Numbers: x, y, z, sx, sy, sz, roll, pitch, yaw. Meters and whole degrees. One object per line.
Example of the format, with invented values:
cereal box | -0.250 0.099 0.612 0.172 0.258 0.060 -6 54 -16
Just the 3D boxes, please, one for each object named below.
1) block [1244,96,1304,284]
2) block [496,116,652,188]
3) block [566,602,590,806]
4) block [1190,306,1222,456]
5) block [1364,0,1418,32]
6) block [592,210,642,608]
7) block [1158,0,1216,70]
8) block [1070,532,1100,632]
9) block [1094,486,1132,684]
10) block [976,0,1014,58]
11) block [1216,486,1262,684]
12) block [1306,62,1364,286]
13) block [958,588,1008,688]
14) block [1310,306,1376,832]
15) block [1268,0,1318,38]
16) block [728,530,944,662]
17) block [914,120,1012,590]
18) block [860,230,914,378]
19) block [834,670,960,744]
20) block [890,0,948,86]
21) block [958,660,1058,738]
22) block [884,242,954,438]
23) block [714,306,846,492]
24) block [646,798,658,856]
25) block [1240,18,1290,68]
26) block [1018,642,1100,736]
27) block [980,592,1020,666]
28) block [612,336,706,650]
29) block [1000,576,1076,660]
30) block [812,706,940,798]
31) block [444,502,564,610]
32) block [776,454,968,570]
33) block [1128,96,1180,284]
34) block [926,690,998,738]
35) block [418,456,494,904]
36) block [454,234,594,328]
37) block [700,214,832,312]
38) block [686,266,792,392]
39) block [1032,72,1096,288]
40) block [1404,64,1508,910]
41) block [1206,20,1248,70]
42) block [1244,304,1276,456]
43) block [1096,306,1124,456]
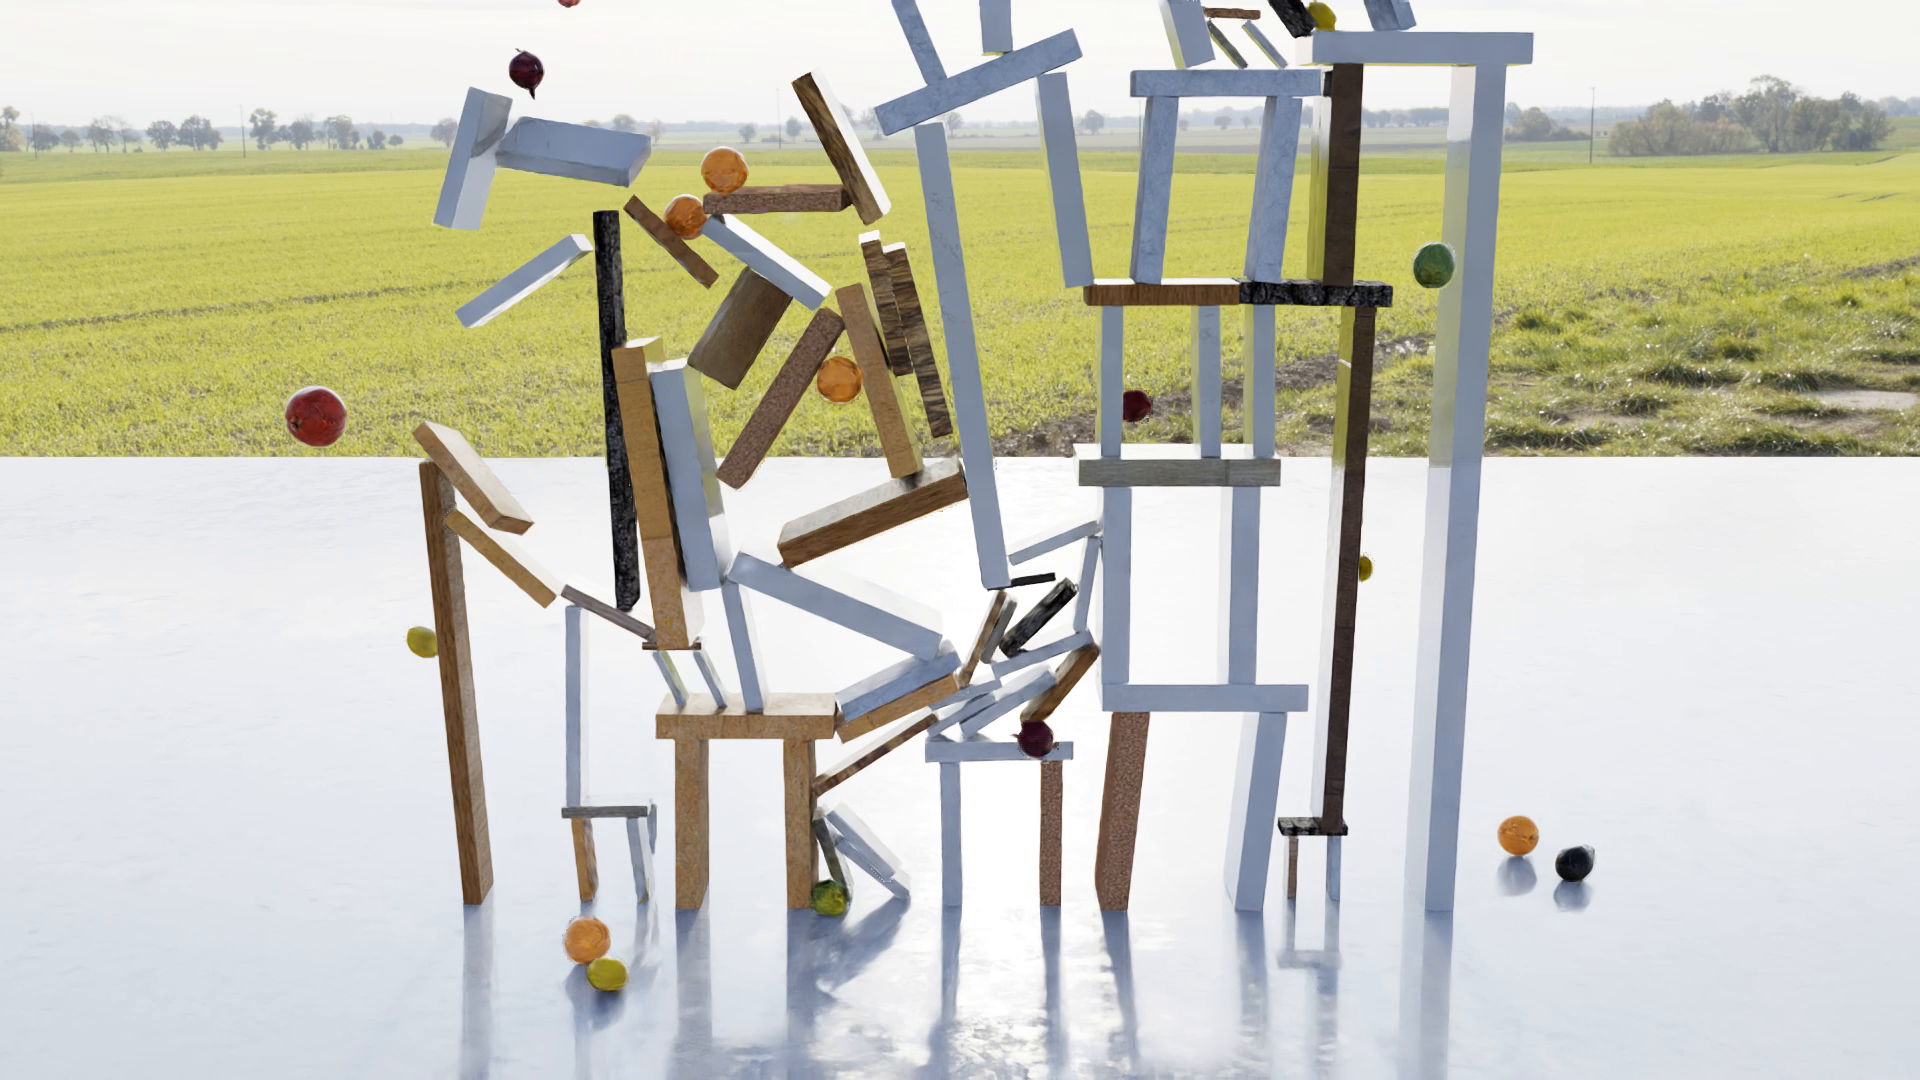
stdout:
block | 0.492 -0.552 3.460 0.040 0.284 0.142 6 10 -1
block | -0.621 -0.626 3.542 0.222 0.031 0.111 10 41 8
block | -0.629 0.264 3.612 0.024 0.336 0.085 2 10 -1
block | 0.393 -0.260 3.512 0.034 0.238 0.119 -2 11 0
block | 0.640 -0.881 3.389 0.028 0.200 0.100 -25 15 -8
block | -0.550 -0.209 3.531 0.026 0.633 0.090 -2 10 2
block | 0.313 -0.918 3.386 0.047 0.383 0.167 -16 10 3
block | 0.203 0.066 3.570 0.022 0.153 0.076 8 11 -2
block | 0.248 0.058 3.571 0.045 0.319 0.159 0 11 -1
block | 0.044 -0.919 3.384 0.047 0.335 0.167 -4 10 0
block | 0.452 0.059 3.571 0.045 0.319 0.159 0 11 0
block | 0.588 -0.575 3.457 0.048 0.337 0.168 1 11 0
block | 0.038 0.155 3.597 0.016 0.170 0.057 22 10 -5
block | 0.620 0.046 3.572 0.034 0.856 0.119 2 11 0
block | 0.476 -0.866 3.394 0.028 0.200 0.100 -36 8 6
block | -0.202 0.091 3.615 0.356 0.050 0.178 23 9 -6
block | 0.005 -0.296 3.509 0.046 0.734 0.163 -8 11 2
block | -0.117 -0.376 3.494 0.031 0.219 0.109 -14 15 1
block | -0.102 0.265 3.605 0.210 0.030 0.105 -25 10 4
block | -0.085 -0.824 3.405 0.035 0.247 0.123 -23 10 4
block | 0.077 0.260 3.613 0.174 0.025 0.087 -32 9 4
block | -0.066 -0.321 3.522 0.035 0.304 0.123 -15 12 2
block | -0.286 -0.229 3.538 0.044 0.311 0.156 33 7 -3
block | -0.541 0.498 3.829 0.024 0.085 0.170 3 -3 -8
block | 0.473 -0.769 3.414 0.013 0.093 0.046 -42 8 7
block | 0.162 0.239 3.608 0.025 0.174 0.087 38 8 -7
block | 0.063 0.145 3.595 0.016 0.114 0.057 26 9 -6
block | -0.484 -0.078 3.549 0.050 0.484 0.178 -7 10 3
block | 0.127 0.126 3.586 0.153 0.022 0.077 -44 7 9
block | -0.138 0.345 3.620 0.237 0.018 0.063 -33 9 5
block | -0.733 0.024 3.554 0.212 0.030 0.106 42 3 -6
block | -0.139 -0.046 3.554 0.311 0.044 0.156 -22 12 5
block | 0.304 -0.551 3.459 0.040 0.285 0.142 5 10 -1
block | 0.002 0.280 3.612 0.125 0.018 0.063 -29 9 5
block | -0.823 0.229 3.603 0.030 0.733 0.106 -3 10 -1
block | -0.692 -0.413 3.502 0.222 0.031 0.111 -33 6 5
block | -0.306 -0.445 3.492 0.219 0.031 0.109 35 13 -7
block | -0.350 -0.337 3.508 0.090 0.181 0.026 29 6 -37
block | 0.162 -0.566 3.455 0.046 0.327 0.163 -8 10 1
block | 0.795 -0.075 3.550 0.048 1.351 0.168 1 11 0
block | 0.411 -0.769 3.414 0.013 0.093 0.046 -42 8 7
block | 0.478 -0.261 3.515 0.034 0.239 0.119 -1 11 0
block | 0.239 -0.260 3.513 0.034 0.238 0.119 0 10 0
